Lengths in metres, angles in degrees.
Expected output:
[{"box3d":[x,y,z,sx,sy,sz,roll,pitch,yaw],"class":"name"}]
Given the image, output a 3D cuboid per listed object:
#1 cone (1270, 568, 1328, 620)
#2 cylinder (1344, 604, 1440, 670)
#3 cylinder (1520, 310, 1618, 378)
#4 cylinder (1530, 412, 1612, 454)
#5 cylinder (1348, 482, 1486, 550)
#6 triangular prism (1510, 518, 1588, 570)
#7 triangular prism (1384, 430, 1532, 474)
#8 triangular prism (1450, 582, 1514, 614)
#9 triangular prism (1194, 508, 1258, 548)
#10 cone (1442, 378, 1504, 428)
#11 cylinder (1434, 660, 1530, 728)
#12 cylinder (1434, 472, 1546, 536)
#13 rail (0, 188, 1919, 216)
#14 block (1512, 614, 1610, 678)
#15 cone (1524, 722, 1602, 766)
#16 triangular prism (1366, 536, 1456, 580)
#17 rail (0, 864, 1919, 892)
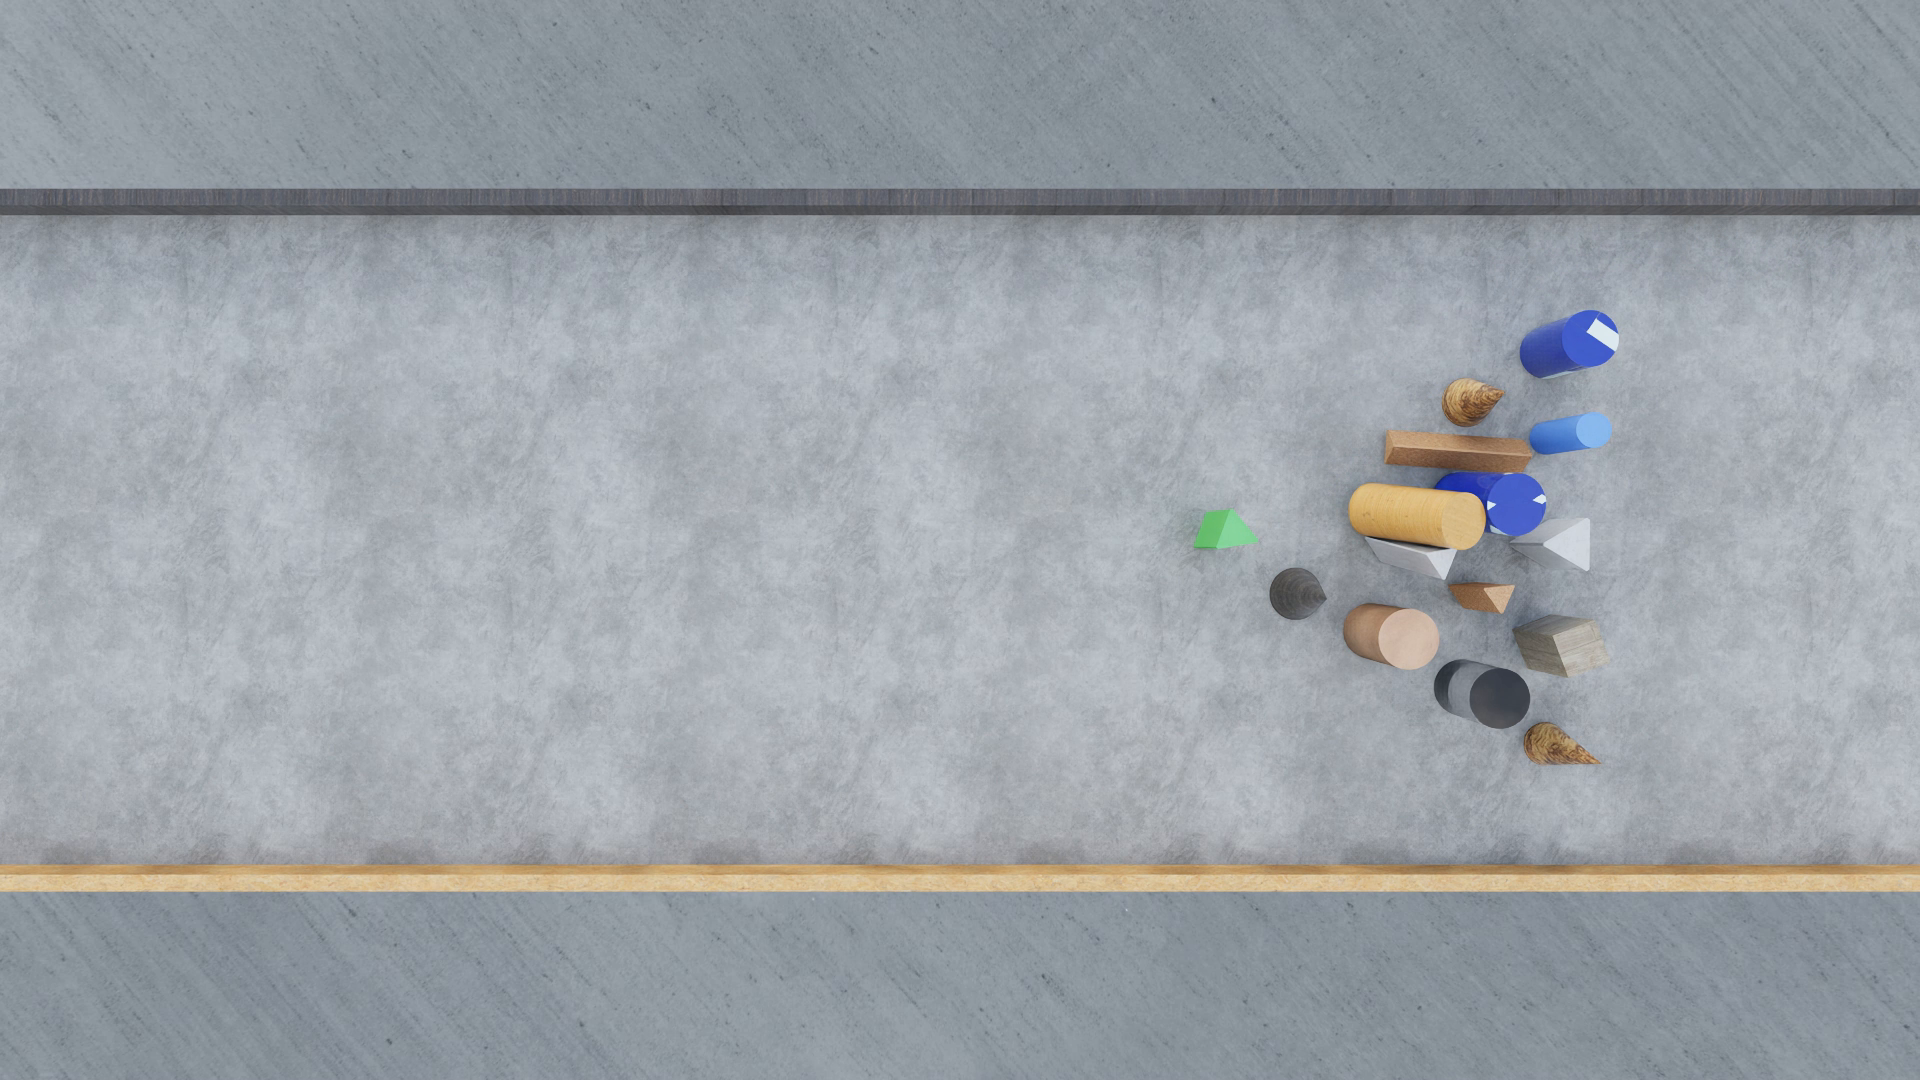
[{"box3d":[1.033,0.166,4.859,0.162,0.435,0.162,0,90,0],"class":"cone"},{"box3d":[1.265,0.280,4.861,0.172,0.430,0.172,0,90,0],"class":"cylinder"},{"box3d":[1.803,-0.577,4.897,0.163,0.358,0.163,0,90,0],"class":"cylinder"},{"box3d":[1.804,-0.313,4.884,0.102,0.384,0.102,0,90,0],"class":"cylinder"},{"box3d":[1.341,-0.074,4.859,0.164,0.405,0.164,-3,97,-26],"class":"cylinder"},{"box3d":[1.785,-0.006,4.924,0.151,0.306,0.130,30,90,0],"class":"triangular prism"},{"box3d":[1.520,-0.271,5.029,0.420,0.090,0.104,4,90,0],"class":"triangular prism"},{"box3d":[1.559,0.153,4.902,0.076,0.349,0.087,-36,90,0],"class":"triangular prism"},{"box3d":[0.770,-0.037,4.851,0.118,0.451,0.102,-10,90,0],"class":"triangular prism"},{"box3d":[1.559,-0.424,4.893,0.152,0.367,0.152,0,90,0],"class":"cone"},{"box3d":[1.545,0.454,4.899,0.174,0.356,0.174,0,90,0],"class":"cylinder"},{"box3d":[1.560,-0.111,4.883,0.179,0.362,0.179,-1,93,-9],"class":"cylinder"},{"box3d":[-2.247,-1.025,5.002,12.000,0.150,0.050,0,90,0],"class":"rail"},{"box3d":[1.782,0.312,4.902,0.130,0.348,0.130,-21,90,0],"class":"block"},{"box3d":[1.801,0.627,4.850,0.134,0.453,0.134,0,90,0],"class":"cone"},{"box3d":[1.347,0.027,4.897,0.084,0.357,0.097,-39,105,-7],"class":"triangular prism"},{"box3d":[-2.247,1.025,5.001,12.000,0.150,0.050,0,90,0],"class":"rail"}]
